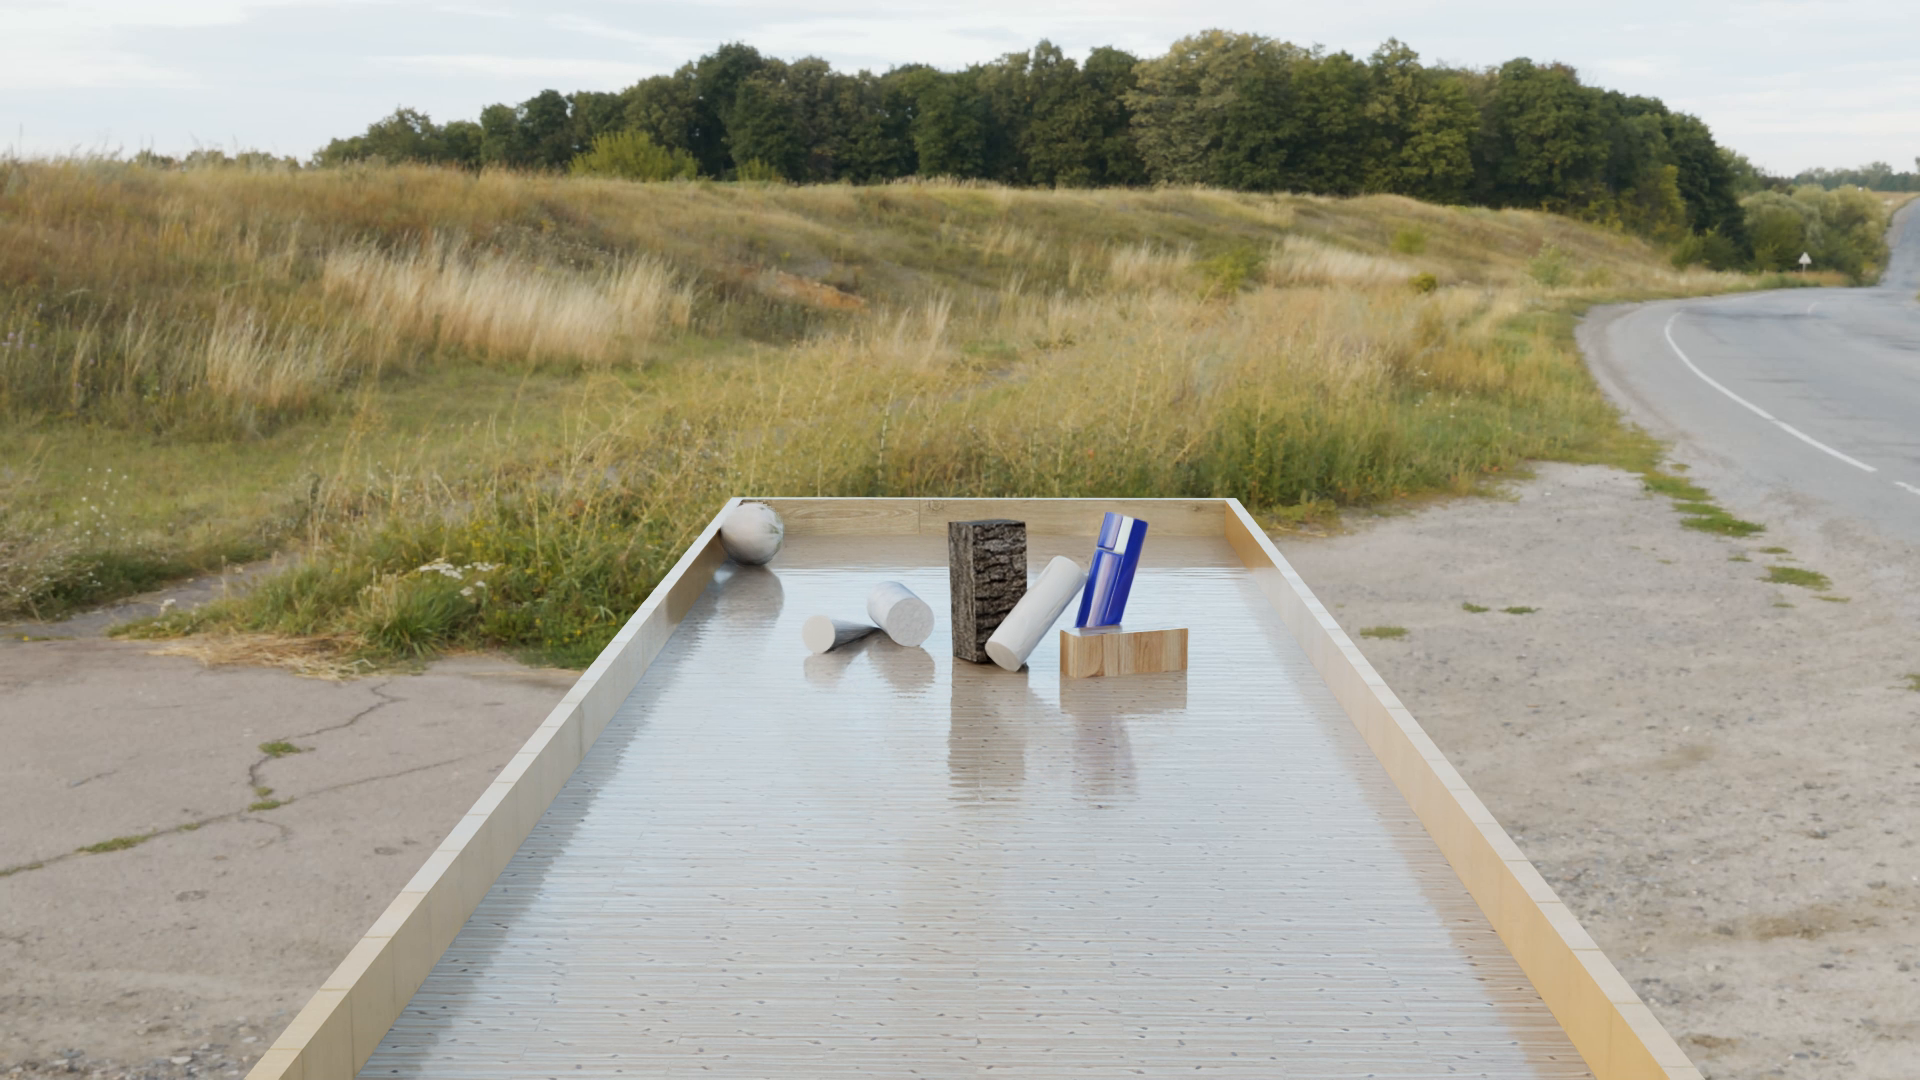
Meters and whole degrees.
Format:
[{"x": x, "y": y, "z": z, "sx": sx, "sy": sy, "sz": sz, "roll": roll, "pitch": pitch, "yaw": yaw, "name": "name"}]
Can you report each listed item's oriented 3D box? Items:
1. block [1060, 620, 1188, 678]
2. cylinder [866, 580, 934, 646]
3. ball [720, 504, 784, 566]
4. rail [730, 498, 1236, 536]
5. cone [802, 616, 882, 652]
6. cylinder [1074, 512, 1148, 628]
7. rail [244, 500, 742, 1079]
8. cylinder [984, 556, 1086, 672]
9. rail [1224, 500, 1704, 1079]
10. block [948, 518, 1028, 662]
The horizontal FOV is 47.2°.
[{"x": 0.489, "y": 0.325, "z": 6.558, "sx": 0.363, "sy": 0.125, "sz": 0.125, "roll": -3, "pitch": 10, "yaw": -21, "name": "block"}, {"x": -0.193, "y": 0.233, "z": 7.040, "sx": 0.156, "sy": 0.156, "sz": 0.313, "roll": -2, "pitch": 9, "yaw": -14, "name": "cylinder"}, {"x": -0.792, "y": -0.020, "z": 8.372, "sx": 0.240, "sy": 0.240, "sz": 0.240, "roll": 0, "pitch": 9, "yaw": 0, "name": "ball"}, {"x": 0.099, "y": -0.098, "z": 9.147, "sx": 2.100, "sy": 0.150, "sz": 0.050, "roll": 0, "pitch": 9, "yaw": 1, "name": "rail"}, {"x": -0.345, "y": 0.290, "z": 6.993, "sx": 0.117, "sy": 0.117, "sz": 0.424, "roll": 4, "pitch": 2, "yaw": 26, "name": "cone"}, {"x": 0.451, "y": 0.139, "z": 6.686, "sx": 0.135, "sy": 0.431, "sz": 0.135, "roll": 16, "pitch": 0, "yaw": 0, "name": "cylinder"}, {"x": -1.004, "y": 0.839, "z": 3.234, "sx": 0.050, "sy": 0.150, "sz": 12.000, "roll": 0, "pitch": 9, "yaw": 1, "name": "rail"}, {"x": 0.229, "y": 0.220, "z": 6.604, "sx": 0.126, "sy": 0.126, "sz": 0.368, "roll": 9, "pitch": 49, "yaw": 44, "name": "cylinder"}, {"x": 1.046, "y": 0.843, "z": 3.208, "sx": 0.050, "sy": 0.150, "sz": 12.000, "roll": 0, "pitch": 9, "yaw": 1, "name": "rail"}, {"x": 0.087, "y": 0.150, "z": 6.706, "sx": 0.178, "sy": 0.412, "sz": 0.178, "roll": -4, "pitch": 5, "yaw": -25, "name": "block"}]
